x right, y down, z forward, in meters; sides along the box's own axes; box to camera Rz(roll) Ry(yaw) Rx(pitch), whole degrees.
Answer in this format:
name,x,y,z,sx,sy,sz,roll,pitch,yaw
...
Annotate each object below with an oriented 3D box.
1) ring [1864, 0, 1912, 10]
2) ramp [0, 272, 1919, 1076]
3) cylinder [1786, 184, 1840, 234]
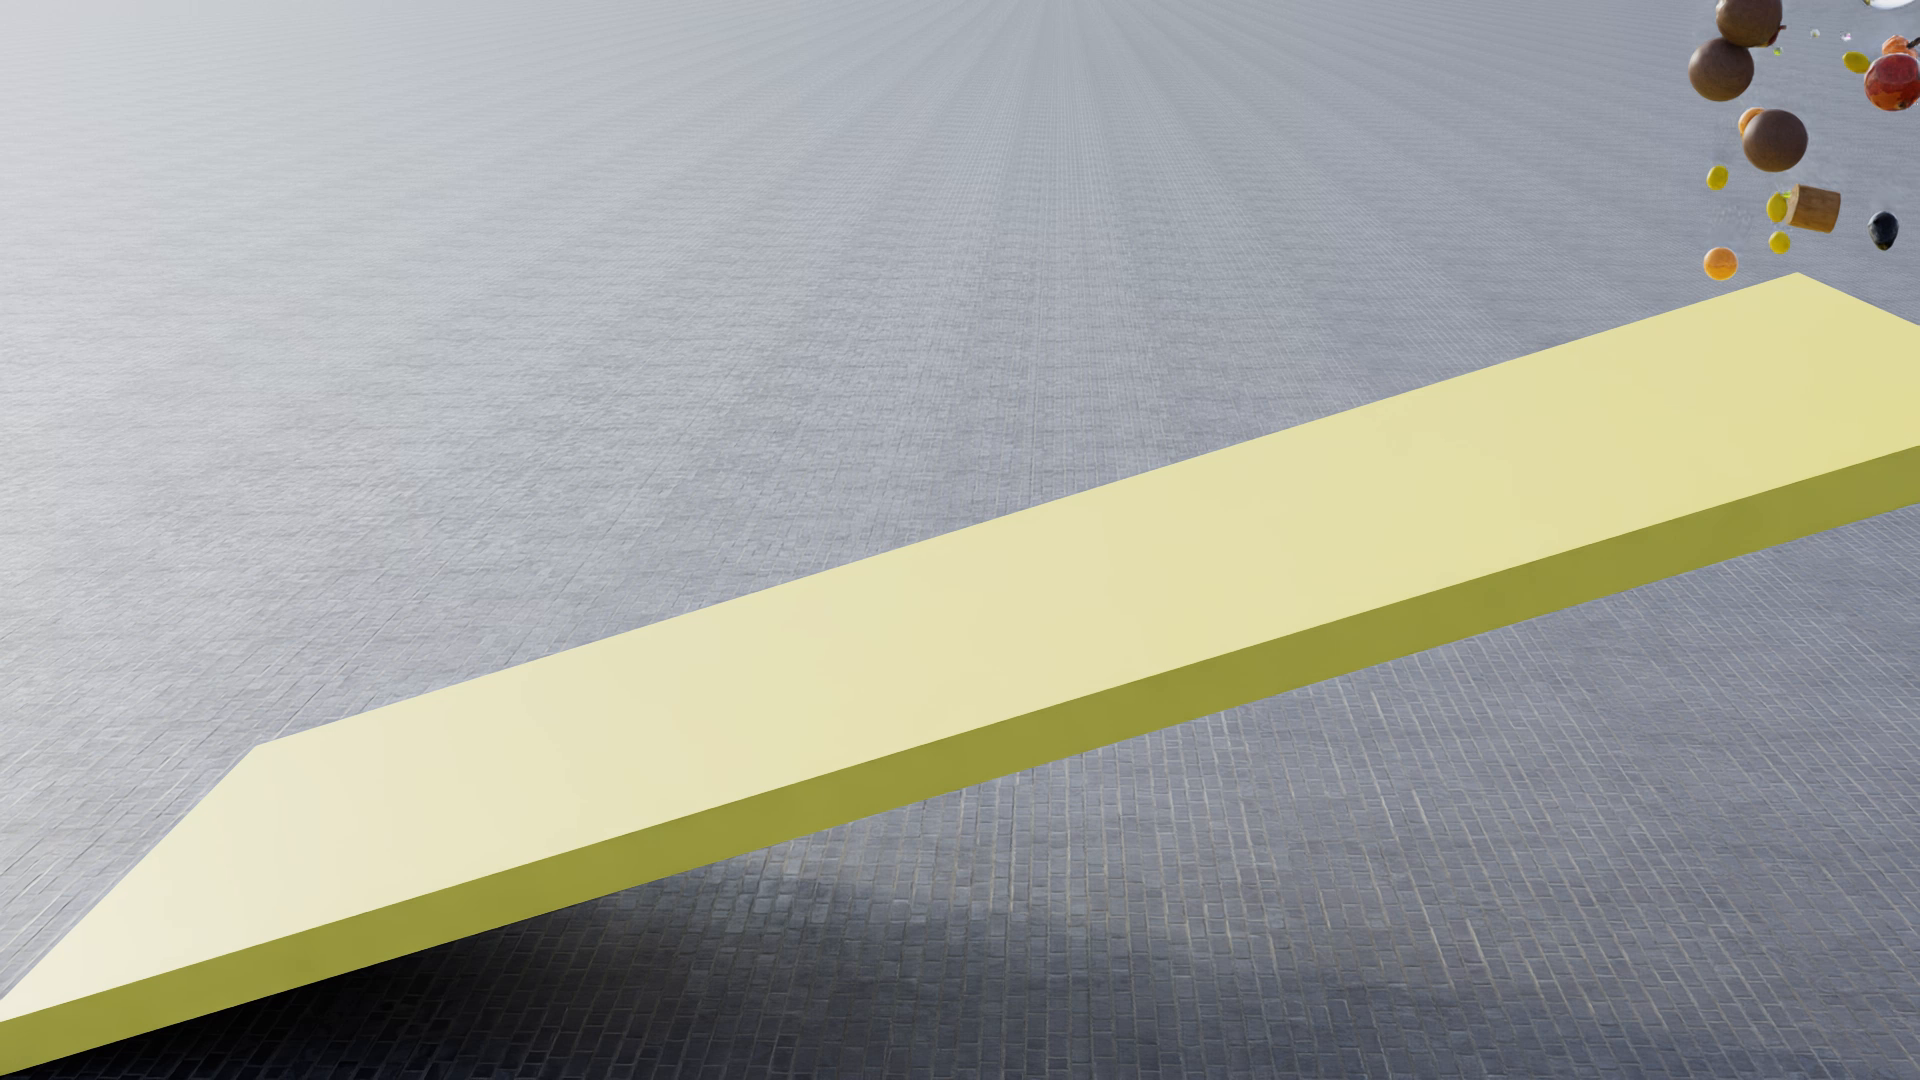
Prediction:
name,x,y,z,sx,sy,sz,roll,pitch,yaw
ring,1.891,-1.124,5.940,0.143,0.048,0.143,-10,-25,-5
ramp,0.100,0.183,6.311,4.000,0.100,2.000,-17,10,5
cylinder,1.703,-0.662,5.871,0.084,0.084,0.084,11,12,2
